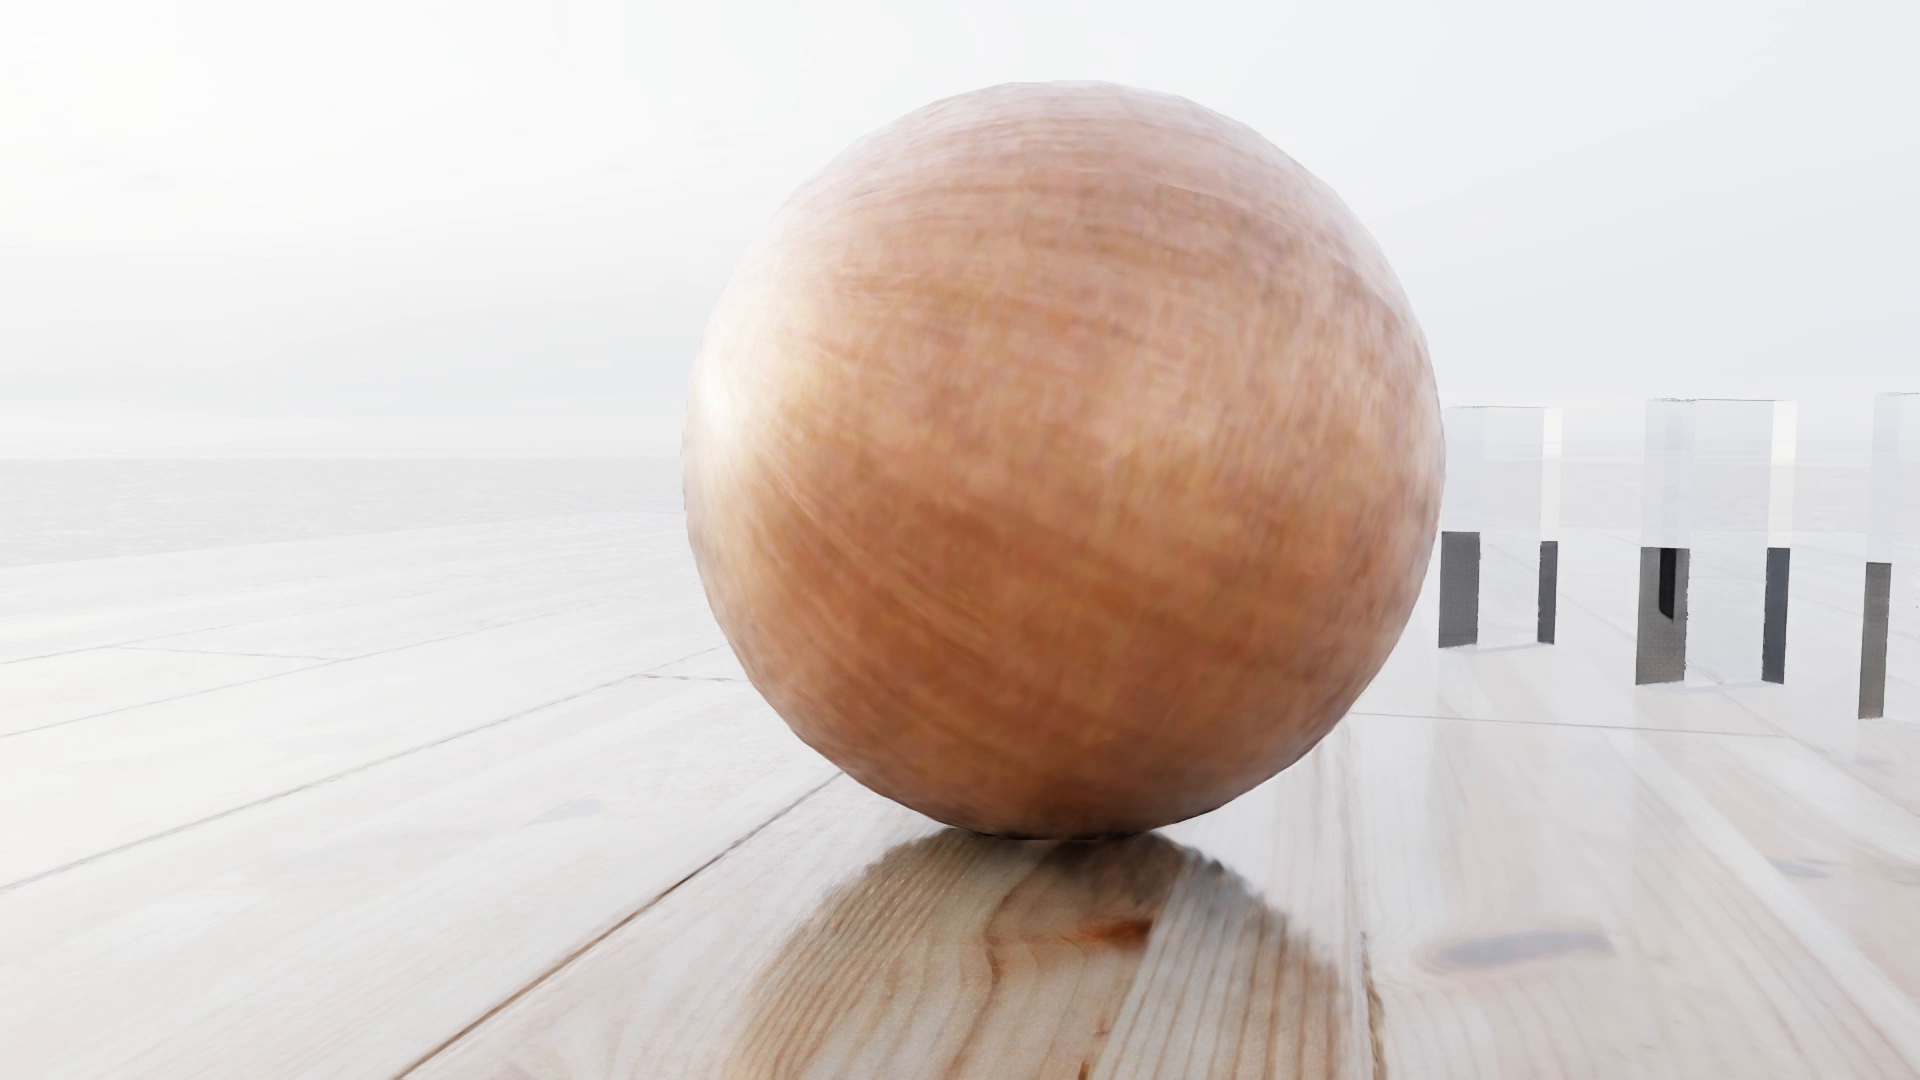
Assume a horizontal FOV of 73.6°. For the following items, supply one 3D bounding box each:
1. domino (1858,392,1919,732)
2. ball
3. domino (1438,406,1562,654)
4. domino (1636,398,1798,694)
[{"bbox_3d":[0.147,0.004,0.186,0.009,0.050,0.025,-1,5,-18],"label":"domino"},{"bbox_3d":[0.010,-0.008,0.140,0.080,0.080,0.080,0,4,0],"label":"ball"},{"bbox_3d":[0.113,-0.003,0.267,0.025,0.050,0.010,-3,5,-30],"label":"domino"},{"bbox_3d":[0.132,0.001,0.225,0.025,0.050,0.009,-2,5,-22],"label":"domino"}]
